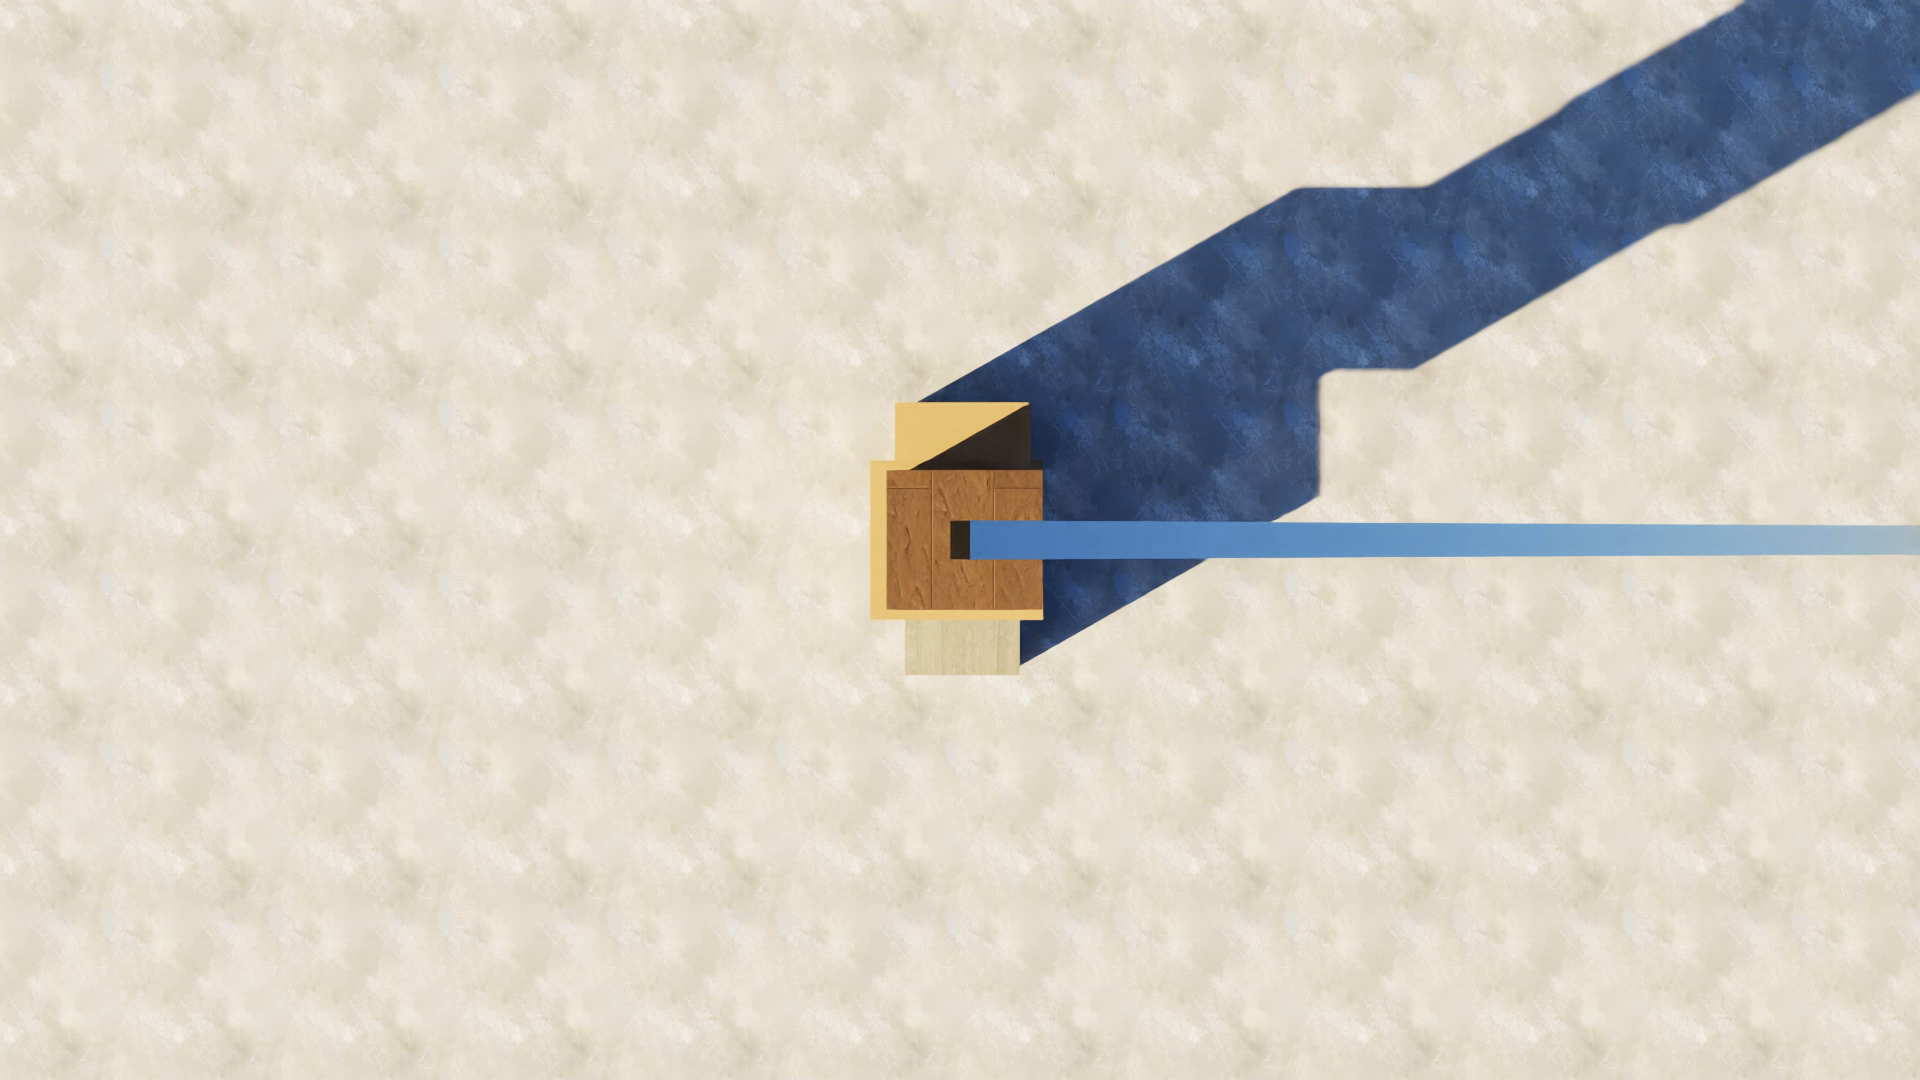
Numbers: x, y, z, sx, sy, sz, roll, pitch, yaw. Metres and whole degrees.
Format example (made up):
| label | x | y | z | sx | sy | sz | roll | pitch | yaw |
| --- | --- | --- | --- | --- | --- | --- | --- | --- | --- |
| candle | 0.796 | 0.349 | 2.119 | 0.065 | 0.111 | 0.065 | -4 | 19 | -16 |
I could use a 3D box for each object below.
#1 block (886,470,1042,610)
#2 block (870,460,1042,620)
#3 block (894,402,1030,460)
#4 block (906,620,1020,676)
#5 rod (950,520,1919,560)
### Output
| label | x | y | z | sx | sy | sz | roll | pitch | yaw |
| --- | --- | --- | --- | --- | --- | --- | --- | --- | --- |
| block | 0.018 | 0.000 | 9.161 | 0.631 | 0.572 | 0.563 | 0 | 90 | 0 |
| block | -0.016 | 0.000 | 10.409 | 0.792 | 0.634 | 0.731 | 0 | 90 | 0 |
| block | 0.015 | -0.365 | 12.548 | 0.748 | 0.904 | 0.783 | 0 | 90 | 0 |
| block | 0.013 | 0.397 | 12.655 | 0.642 | 0.689 | 0.720 | 0 | 90 | 0 |
| rod | 2.234 | 0.000 | 5.856 | 5.200 | 0.080 | 0.080 | 0 | 90 | -31 |
